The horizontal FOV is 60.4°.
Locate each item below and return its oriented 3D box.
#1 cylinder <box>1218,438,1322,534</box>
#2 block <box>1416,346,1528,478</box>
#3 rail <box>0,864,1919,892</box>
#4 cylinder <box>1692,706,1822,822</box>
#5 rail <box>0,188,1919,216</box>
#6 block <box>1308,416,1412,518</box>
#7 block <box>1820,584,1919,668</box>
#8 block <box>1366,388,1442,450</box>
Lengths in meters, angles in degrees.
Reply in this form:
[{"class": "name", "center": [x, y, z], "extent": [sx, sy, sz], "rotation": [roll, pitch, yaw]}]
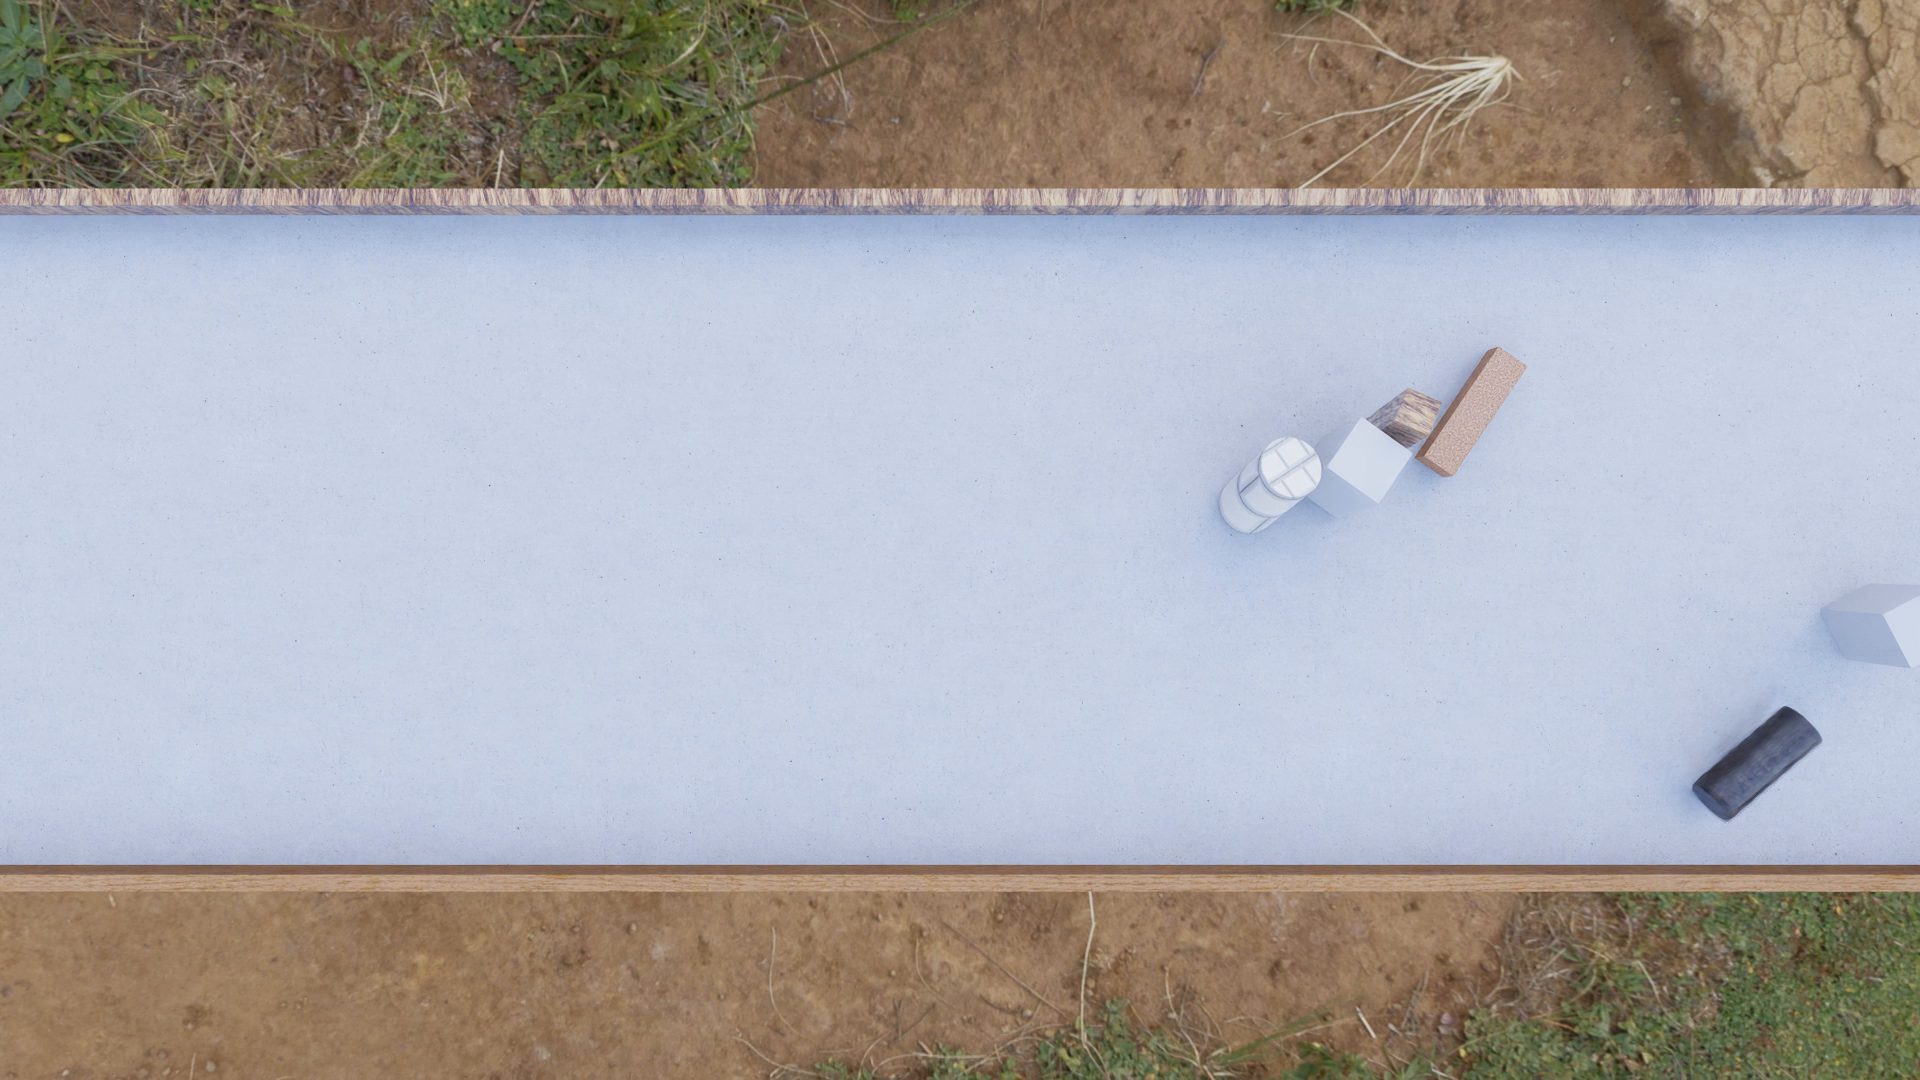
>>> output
[{"class": "cylinder", "center": [0.910, -0.156, 4.869], "extent": [0.179, 0.377, 0.179], "rotation": [3, 74, -10]}, {"class": "block", "center": [1.555, -0.388, 5.023], "extent": [0.107, 0.107, 0.400], "rotation": [34, 90, 0]}, {"class": "rail", "center": [-2.247, 1.025, 5.001], "extent": [12.000, 0.150, 0.050], "rotation": [0, 90, 0]}, {"class": "cylinder", "center": [2.415, 0.678, 5.004], "extent": [0.367, 0.145, 0.145], "rotation": [-40, 90, 0]}, {"class": "rail", "center": [-2.247, -1.025, 5.002], "extent": [12.000, 0.150, 0.050], "rotation": [0, 90, 0]}, {"class": "block", "center": [1.151, -0.208, 4.875], "extent": [0.179, 0.384, 0.179], "rotation": [36, 83, 0]}, {"class": "block", "center": [2.764, 0.250, 4.903], "extent": [0.175, 0.347, 0.175], "rotation": [-28, 90, 0]}, {"class": "block", "center": [1.272, -0.326, 4.849], "extent": [0.103, 0.444, 0.103], "rotation": [24, 80, 0]}]
